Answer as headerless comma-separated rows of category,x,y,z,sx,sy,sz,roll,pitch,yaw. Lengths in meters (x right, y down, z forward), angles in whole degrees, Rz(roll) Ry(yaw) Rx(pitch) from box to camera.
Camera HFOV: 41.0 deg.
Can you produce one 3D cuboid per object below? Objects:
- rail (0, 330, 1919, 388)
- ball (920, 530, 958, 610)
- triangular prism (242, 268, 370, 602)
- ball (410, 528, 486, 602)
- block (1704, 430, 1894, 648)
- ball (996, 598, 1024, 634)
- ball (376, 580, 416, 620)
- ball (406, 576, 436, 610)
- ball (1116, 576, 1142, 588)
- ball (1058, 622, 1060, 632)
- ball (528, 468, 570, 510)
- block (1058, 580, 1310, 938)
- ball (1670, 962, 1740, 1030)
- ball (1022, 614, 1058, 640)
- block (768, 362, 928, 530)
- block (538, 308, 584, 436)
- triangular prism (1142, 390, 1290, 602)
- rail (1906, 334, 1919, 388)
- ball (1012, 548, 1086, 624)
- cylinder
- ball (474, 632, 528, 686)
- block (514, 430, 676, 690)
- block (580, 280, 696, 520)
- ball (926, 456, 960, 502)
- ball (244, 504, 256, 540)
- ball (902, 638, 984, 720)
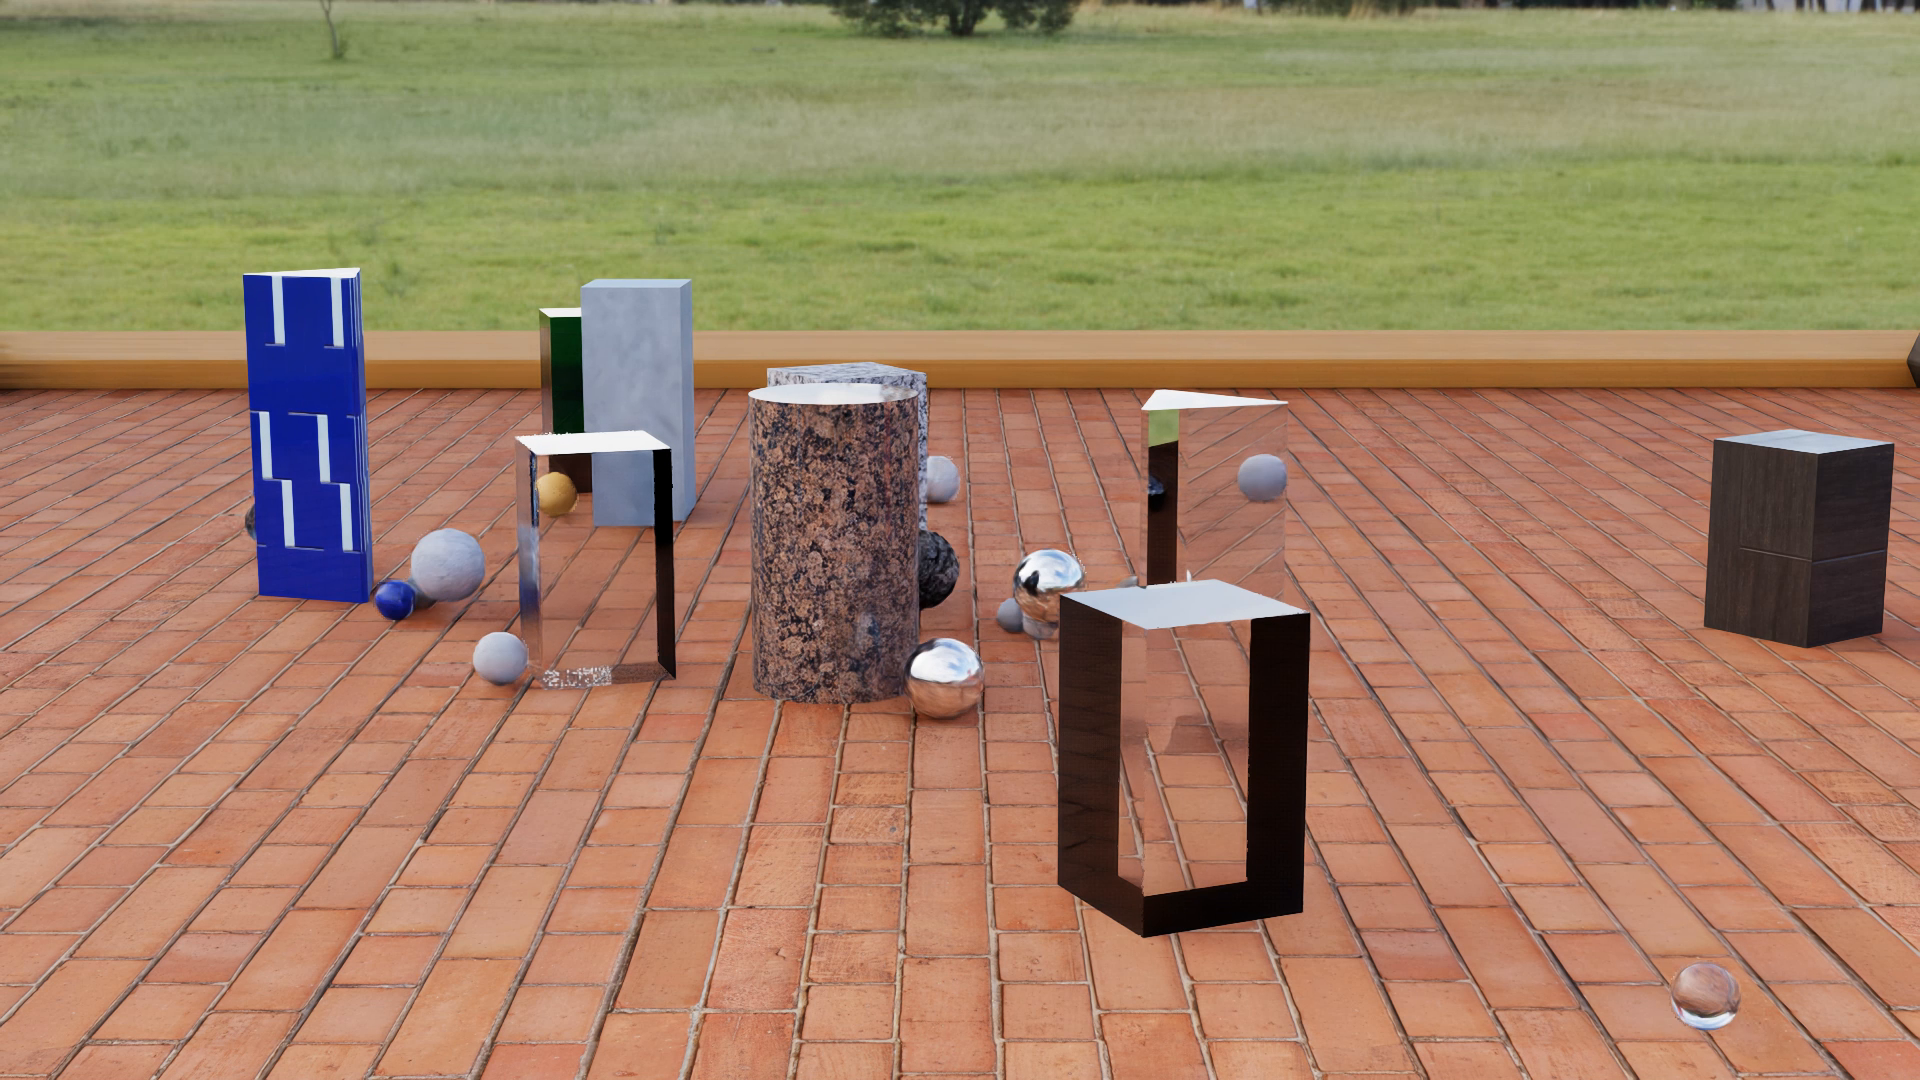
rail,-0.014,-0.409,5.838,4.422,0.129,0.045,0,10,0
ball,-0.051,0.036,3.156,0.099,0.099,0.099,0,10,0
triangular prism,-0.872,-0.151,3.578,0.172,0.446,0.149,4,11,19
ball,-0.678,0.034,3.400,0.098,0.098,0.098,0,10,0
block,1.089,-0.005,3.332,0.159,0.249,0.159,-7,13,-35
ball,0.071,0.098,3.332,0.046,0.046,0.046,0,10,0
ball,-0.750,0.080,3.410,0.054,0.054,0.054,0,10,0
ball,-0.731,0.070,3.479,0.049,0.049,0.049,0,10,0
ball,0.233,0.074,3.451,0.050,0.050,0.050,0,10,0
ball,0.146,0.111,3.275,0.041,0.041,0.041,0,10,0
ball,-0.681,-0.084,4.251,0.071,0.071,0.071,0,10,0
block,0.193,0.186,2.248,0.159,0.267,0.159,-5,12,-24
ball,0.570,0.349,1.961,0.051,0.051,0.051,0,10,0
ball,0.103,0.105,3.294,0.047,0.047,0.047,0,10,0
block,-0.153,-0.070,3.485,0.159,0.321,0.159,-6,12,-30
block,-0.651,-0.254,4.539,0.159,0.300,0.159,-3,11,-16
triangular prism,0.252,0.022,2.865,0.172,0.365,0.149,-4,11,-20
rail,2.187,0.031,3.461,0.045,0.129,4.906,0,10,0
ball,0.113,0.058,3.242,0.094,0.094,0.094,0,10,0
cylinder,-0.147,0.000,3.028,0.199,0.349,0.199,0,10,0
ball,-0.547,0.141,3.051,0.064,0.064,0.064,0,10,0
block,-0.442,0.021,3.104,0.159,0.281,0.159,-4,11,-19
block,-0.524,-0.231,4.202,0.159,0.378,0.159,0,10,1
ball,-0.039,-0.102,4.322,0.080,0.080,0.080,0,10,0
ball,-1.067,-0.028,3.953,0.068,0.068,0.068,0,10,0
ball,-0.019,0.156,2.894,0.092,0.092,0.092,0,10,0
